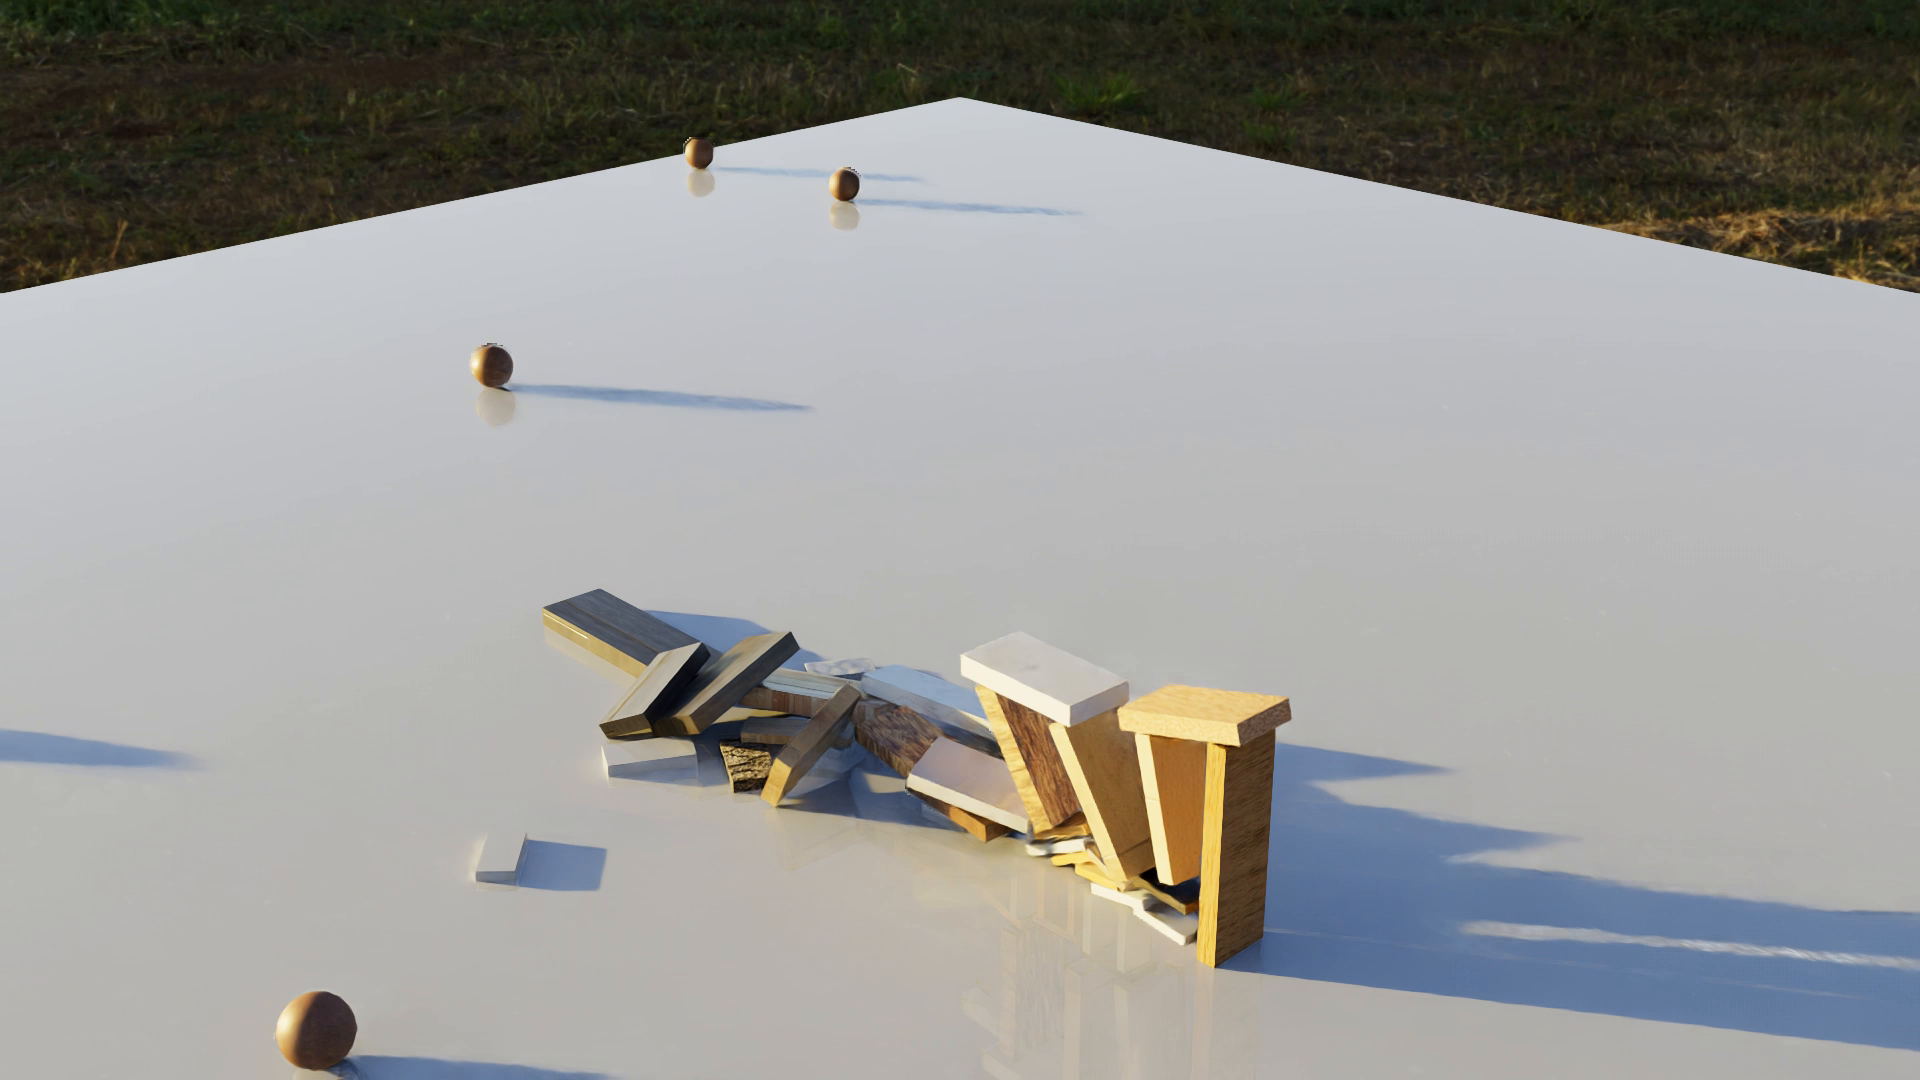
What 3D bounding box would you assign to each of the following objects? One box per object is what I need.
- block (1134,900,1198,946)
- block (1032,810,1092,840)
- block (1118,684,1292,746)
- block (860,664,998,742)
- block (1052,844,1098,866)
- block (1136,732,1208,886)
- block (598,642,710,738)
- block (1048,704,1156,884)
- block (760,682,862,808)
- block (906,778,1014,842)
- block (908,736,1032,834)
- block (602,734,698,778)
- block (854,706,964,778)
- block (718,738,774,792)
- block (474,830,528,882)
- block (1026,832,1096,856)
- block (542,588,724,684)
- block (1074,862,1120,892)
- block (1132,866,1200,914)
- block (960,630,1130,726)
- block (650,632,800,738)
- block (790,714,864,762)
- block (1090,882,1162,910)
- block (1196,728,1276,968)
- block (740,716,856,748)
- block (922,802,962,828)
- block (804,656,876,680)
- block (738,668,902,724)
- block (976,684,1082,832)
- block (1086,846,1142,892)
[{"bbox_3d":[0.394,0.703,4.079,0.070,0.020,0.140,-17,28,-34],"label":"block"},{"bbox_3d":[0.218,0.553,4.284,0.075,0.021,0.149,-28,8,-39],"label":"block"},{"bbox_3d":[0.432,0.308,3.895,0.142,0.040,0.283,-21,15,-39],"label":"block"},{"bbox_3d":[0.001,0.361,4.750,0.437,0.038,0.134,18,17,29],"label":"block"},{"bbox_3d":[0.236,0.604,4.241,0.060,0.017,0.120,-24,3,-37],"label":"block"},{"bbox_3d":[0.407,0.469,3.999,0.142,0.283,0.040,-16,12,-32],"label":"block"},{"bbox_3d":[-0.666,0.327,4.808,0.134,0.038,0.268,-16,24,34],"label":"block"},{"bbox_3d":[0.292,0.462,4.087,0.152,0.315,0.043,-20,-4,-36],"label":"block"},{"bbox_3d":[-0.306,0.421,4.529,0.038,0.134,0.268,34,45,10],"label":"block"},{"bbox_3d":[0.023,0.514,4.403,0.131,0.037,0.261,-19,29,-32],"label":"block"},{"bbox_3d":[0.044,0.481,4.335,0.261,0.037,0.130,19,38,20],"label":"block"},{"bbox_3d":[-0.657,0.455,4.653,0.188,0.027,0.094,-7,24,-15],"label":"block"},{"bbox_3d":[-0.087,0.428,4.500,0.131,0.037,0.261,-19,32,-32],"label":"block"},{"bbox_3d":[-0.445,0.469,4.622,0.094,0.027,0.188,-6,24,-14],"label":"block"},{"bbox_3d":[-0.893,0.614,4.285,0.076,0.022,0.153,-1,23,-2],"label":"block"},{"bbox_3d":[0.208,0.585,4.278,0.149,0.021,0.075,-12,9,44],"label":"block"},{"bbox_3d":[-0.754,0.239,5.138,0.166,0.047,0.546,-20,30,-39],"label":"block"},{"bbox_3d":[0.280,0.632,4.183,0.060,0.017,0.120,-21,22,-34],"label":"block"},{"bbox_3d":[0.392,0.640,4.064,0.070,0.020,0.139,-20,33,-35],"label":"block"},{"bbox_3d":[0.158,0.259,4.150,0.152,0.043,0.303,-20,29,-36],"label":"block"},{"bbox_3d":[-0.515,0.313,4.791,0.166,0.047,0.331,-10,24,47],"label":"block"},{"bbox_3d":[-0.302,0.423,4.730,0.188,0.027,0.094,15,27,31],"label":"block"},{"bbox_3d":[0.320,0.660,4.144,0.070,0.020,0.139,-19,18,-37],"label":"block"},{"bbox_3d":[0.492,0.540,3.921,0.040,0.443,0.142,21,31,41],"label":"block"},{"bbox_3d":[-0.344,0.410,4.698,0.236,0.022,0.076,3,23,7],"label":"block"},{"bbox_3d":[-0.017,0.547,4.451,0.113,0.016,0.057,20,30,39],"label":"block"},{"bbox_3d":[-0.273,0.300,5.025,0.153,0.022,0.076,-5,24,-12],"label":"block"},{"bbox_3d":[-0.302,0.345,4.848,0.331,0.047,0.166,8,13,19],"label":"block"},{"bbox_3d":[0.149,0.397,4.275,0.043,0.303,0.152,-21,2,42],"label":"block"},{"bbox_3d":[0.298,0.615,4.142,0.060,0.017,0.120,-12,36,-32],"label":"block"}]
